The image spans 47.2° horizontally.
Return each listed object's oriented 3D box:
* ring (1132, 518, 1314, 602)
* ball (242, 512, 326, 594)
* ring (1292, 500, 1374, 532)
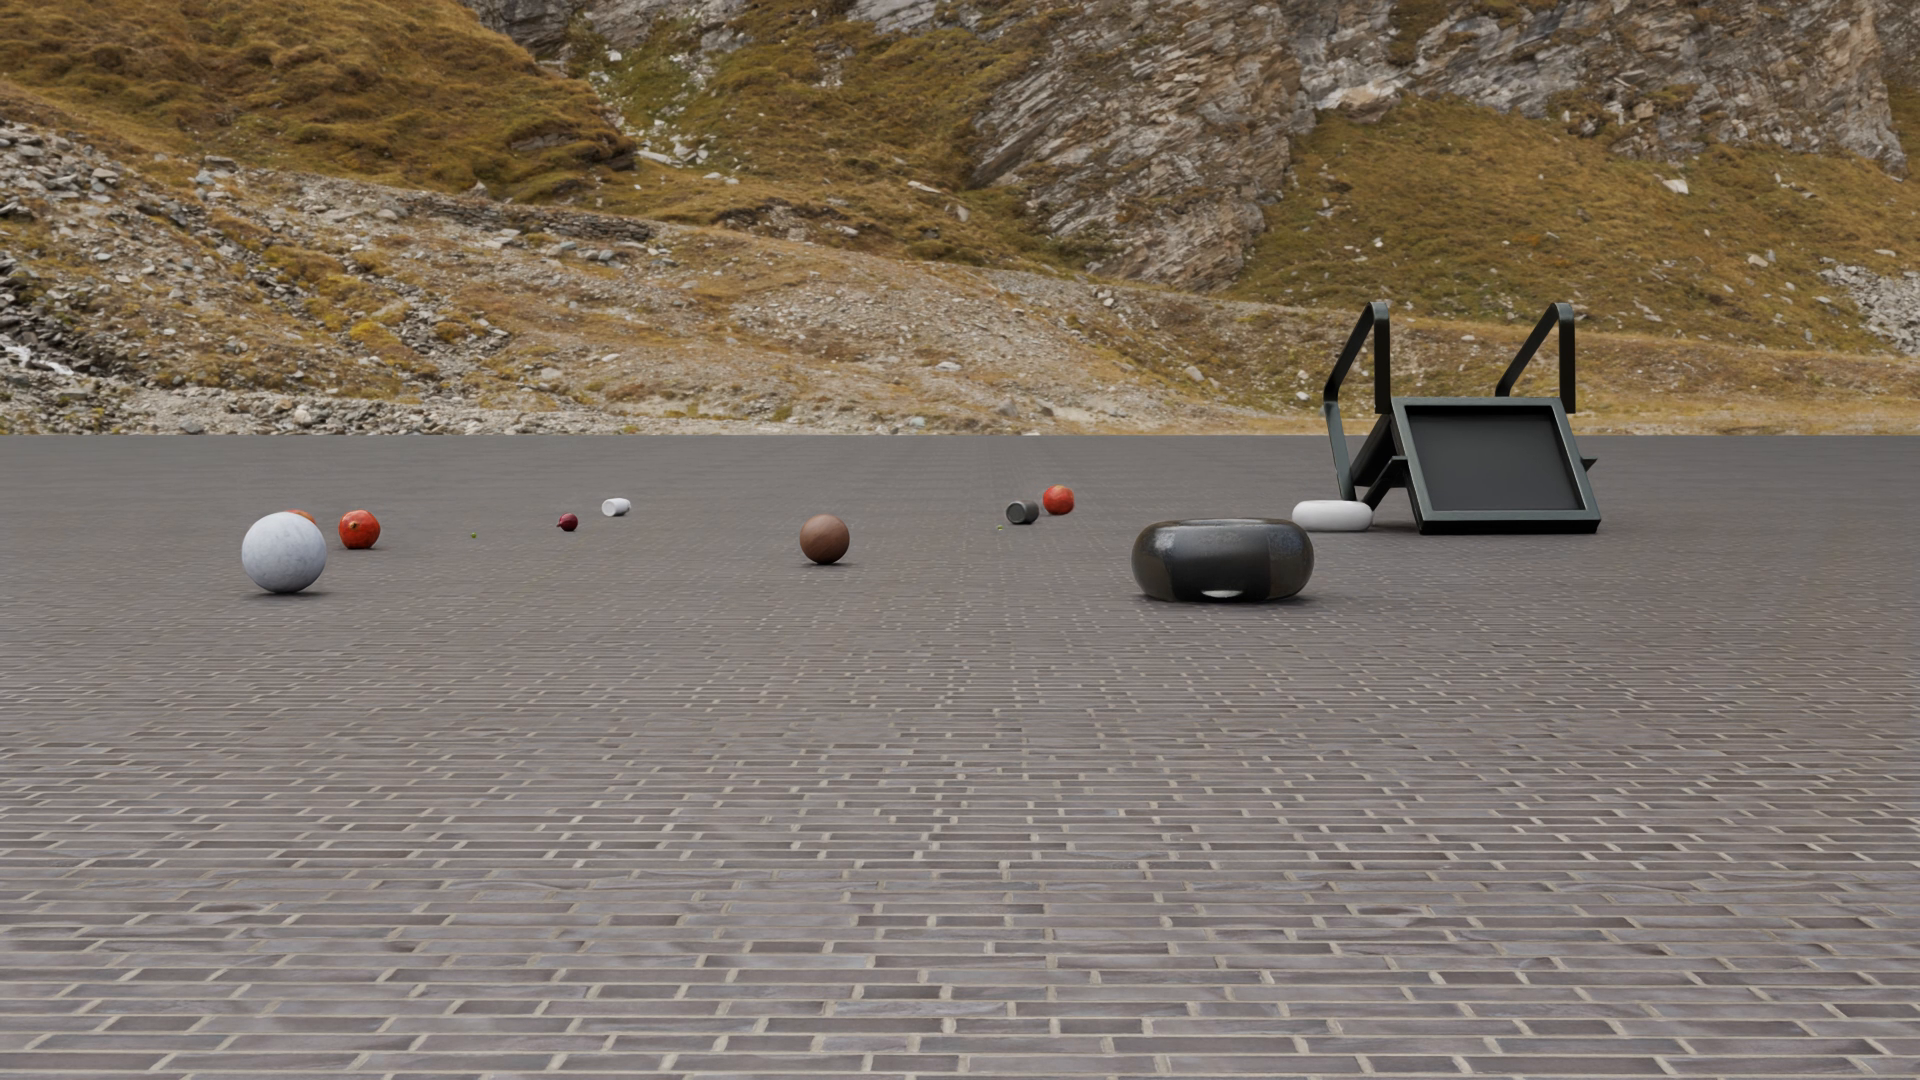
[{"bbox_3d":[0.565,0.042,4.746,0.387,0.165,0.402,-4,4,-33],"label":"ring"},{"bbox_3d":[-1.483,0.028,4.828,0.179,0.179,0.179,0,4,0],"label":"ball"},{"bbox_3d":[1.180,-0.075,6.965,0.255,0.093,0.175,1,6,3],"label":"ring"}]
